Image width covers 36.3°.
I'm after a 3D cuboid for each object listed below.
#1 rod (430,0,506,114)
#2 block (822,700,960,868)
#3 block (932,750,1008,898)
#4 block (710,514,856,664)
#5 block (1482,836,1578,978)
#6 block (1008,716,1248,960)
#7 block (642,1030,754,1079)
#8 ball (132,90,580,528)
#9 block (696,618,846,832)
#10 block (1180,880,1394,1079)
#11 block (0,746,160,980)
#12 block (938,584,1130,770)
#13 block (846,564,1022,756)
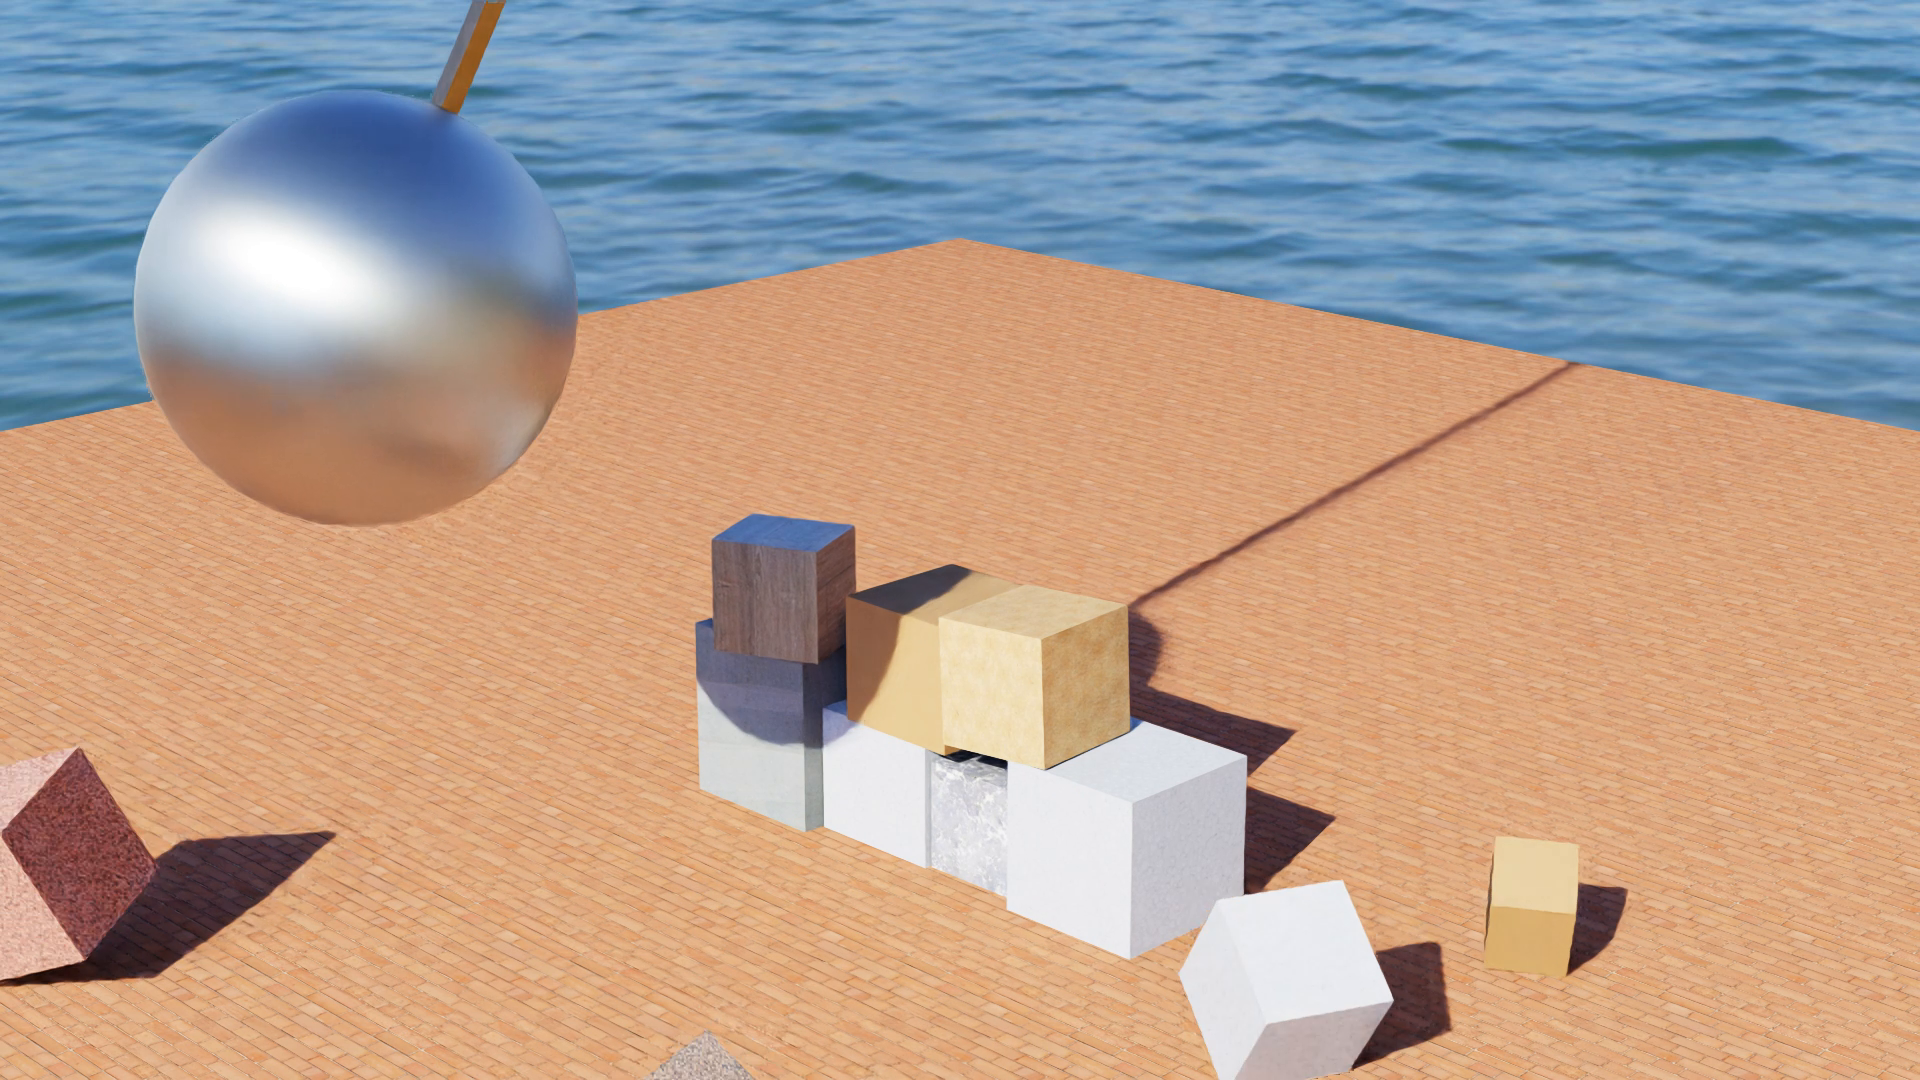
[{"bbox_3d":[-0.956,-3.991,11.086,0.080,5.200,0.080,17,-7,42],"label":"rod"},{"bbox_3d":[-0.173,1.081,13.889,0.654,0.609,0.689,-17,24,-42],"label":"block"},{"bbox_3d":[0.266,1.260,13.466,0.564,0.522,0.559,-17,24,-42],"label":"block"},{"bbox_3d":[-0.826,0.225,13.831,0.538,0.547,0.447,7,19,21],"label":"block"},{"bbox_3d":[2.422,1.556,12.446,0.349,0.431,0.377,5,45,9],"label":"block"},{"bbox_3d":[0.737,1.300,12.998,0.730,0.725,0.762,17,24,42],"label":"block"},{"bbox_3d":[-0.916,2.145,10.130,0.574,0.482,0.502,-36,59,-23],"label":"block"},{"bbox_3d":[-2.205,-0.845,10.764,1.600,1.600,1.600,0,17,0],"label":"ball"},{"bbox_3d":[-0.717,0.808,14.332,0.821,0.865,0.774,-17,24,-42],"label":"block"},{"bbox_3d":[1.268,1.750,11.479,0.541,0.566,0.548,-7,54,-20],"label":"block"},{"bbox_3d":[-3.921,1.370,12.312,0.627,0.658,0.632,-15,25,25],"label":"block"},{"bbox_3d":[0.335,0.599,13.045,0.577,0.593,0.616,11,20,39],"label":"block"},{"bbox_3d":[-0.054,0.542,13.579,0.686,0.607,0.647,-17,24,-42],"label":"block"}]
